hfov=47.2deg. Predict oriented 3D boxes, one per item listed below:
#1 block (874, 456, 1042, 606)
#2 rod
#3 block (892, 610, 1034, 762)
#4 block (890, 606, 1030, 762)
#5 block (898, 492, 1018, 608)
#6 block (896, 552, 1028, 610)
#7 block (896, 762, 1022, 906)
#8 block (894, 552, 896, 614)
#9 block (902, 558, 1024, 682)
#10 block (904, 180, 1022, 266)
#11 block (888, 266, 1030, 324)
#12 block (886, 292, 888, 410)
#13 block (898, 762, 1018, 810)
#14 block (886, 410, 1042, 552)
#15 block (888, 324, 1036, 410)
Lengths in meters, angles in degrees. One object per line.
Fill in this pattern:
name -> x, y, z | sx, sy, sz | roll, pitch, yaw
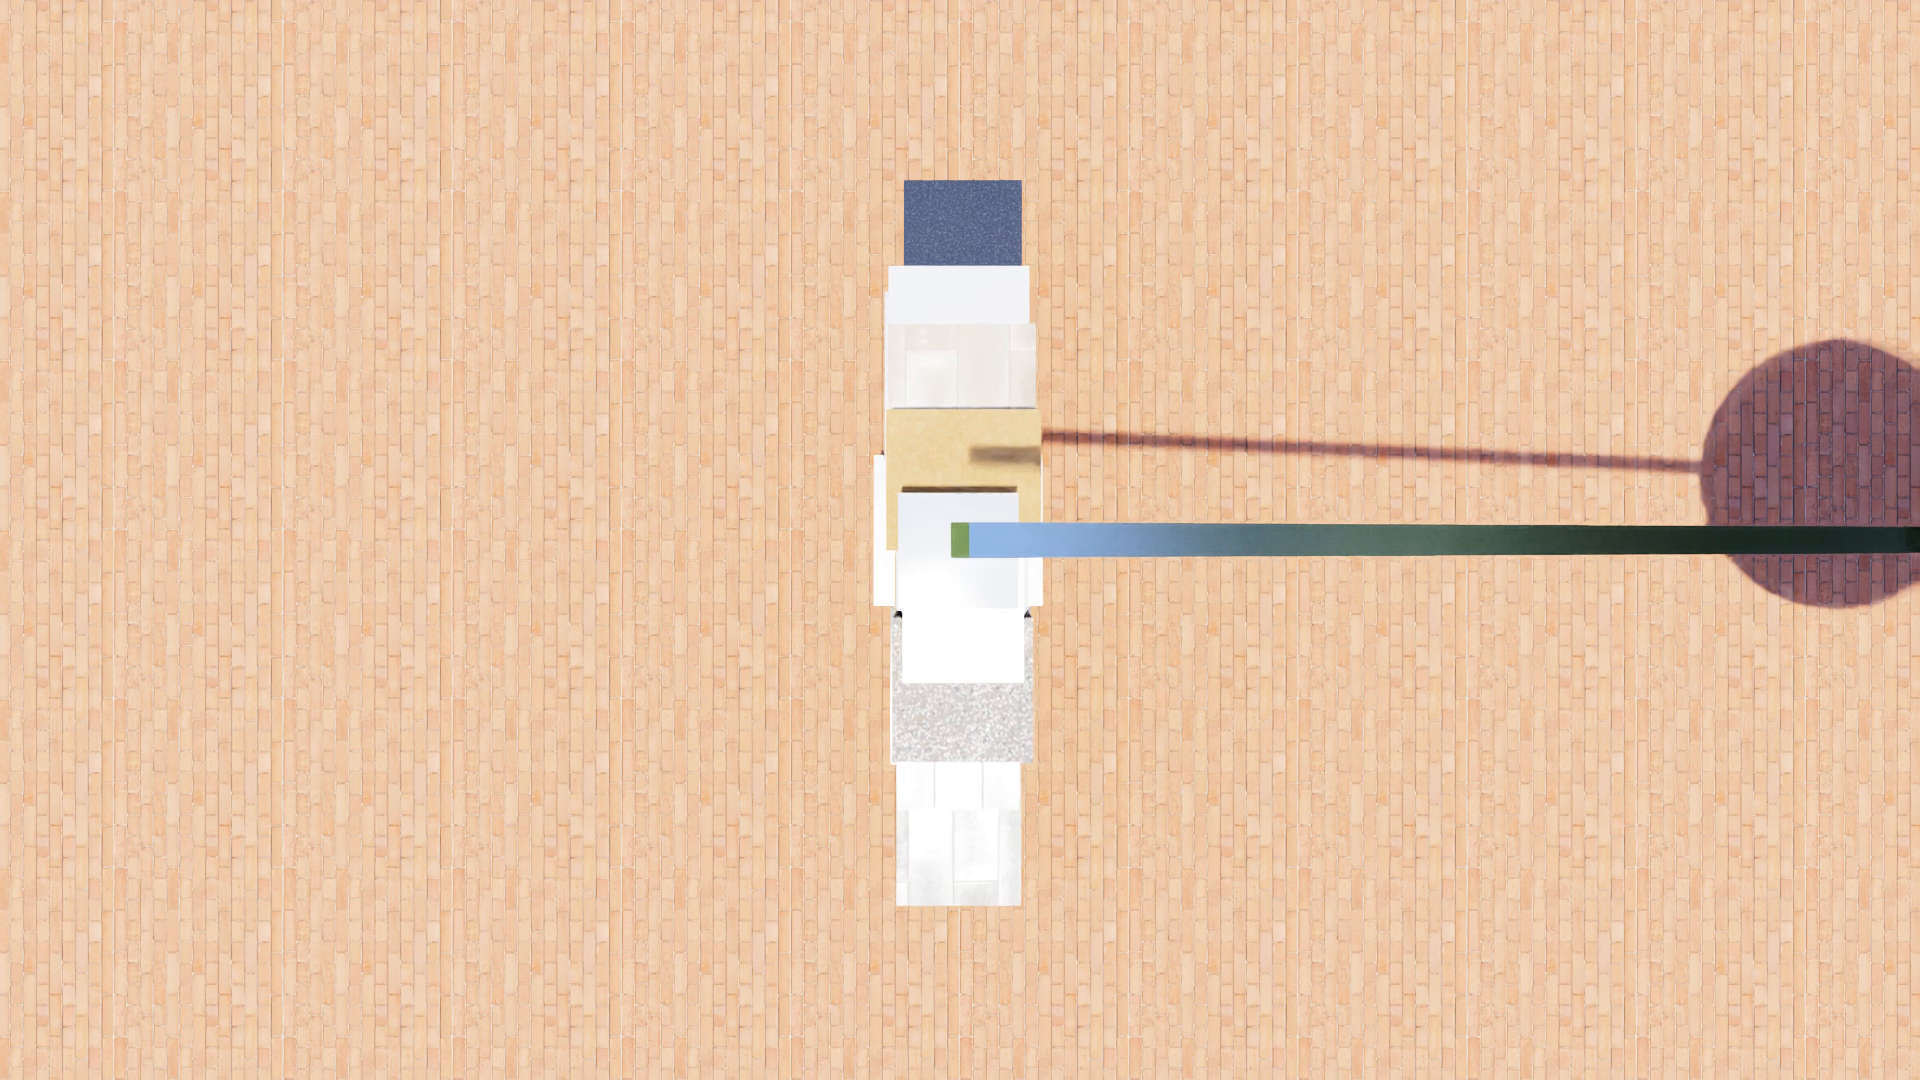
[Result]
block -> -0.010, -0.054, 12.603 | 0.934, 0.793, 0.835 | 0, 90, 0
rod -> 2.212, 0.000, 6.269 | 5.200, 0.080, 0.080 | 0, 90, -32
block -> 0.012, 0.721, 11.033 | 0.682, 0.816, 0.700 | 0, 91, 0
block -> 0.003, 0.803, 12.609 | 0.777, 0.781, 0.858 | 0, 90, 0
block -> -0.007, 0.040, 9.754 | 0.520, 0.467, 0.503 | 0, 92, 0
block -> 0.012, 0.050, 11.175 | 0.656, 0.517, 0.601 | 0, 89, 0
block -> -0.006, 1.631, 12.578 | 0.686, 0.844, 0.779 | 0, 90, 0
block -> 0.002, 0.386, 11.822 | 0.684, 0.770, 0.656 | 0, 91, 0
block -> 0.015, 0.347, 10.331 | 0.552, 0.580, 0.601 | 0, 90, 0
block -> 0.016, -1.701, 12.671 | 0.664, 0.658, 0.639 | 0, 90, 0
block -> -0.005, -1.007, 11.703 | 0.720, 0.882, 0.793 | 0, 90, 0
block -> -0.020, -0.926, 12.572 | 0.788, 0.856, 0.890 | 0, 90, 0
block -> -0.007, 1.061, 11.801 | 0.627, 0.710, 0.684 | 0, 90, 0
block -> 0.016, -0.279, 10.282 | 0.705, 0.605, 0.643 | 0, 92, 0
block -> 0.010, -0.651, 10.918 | 0.709, 0.686, 0.793 | 0, 92, 0
